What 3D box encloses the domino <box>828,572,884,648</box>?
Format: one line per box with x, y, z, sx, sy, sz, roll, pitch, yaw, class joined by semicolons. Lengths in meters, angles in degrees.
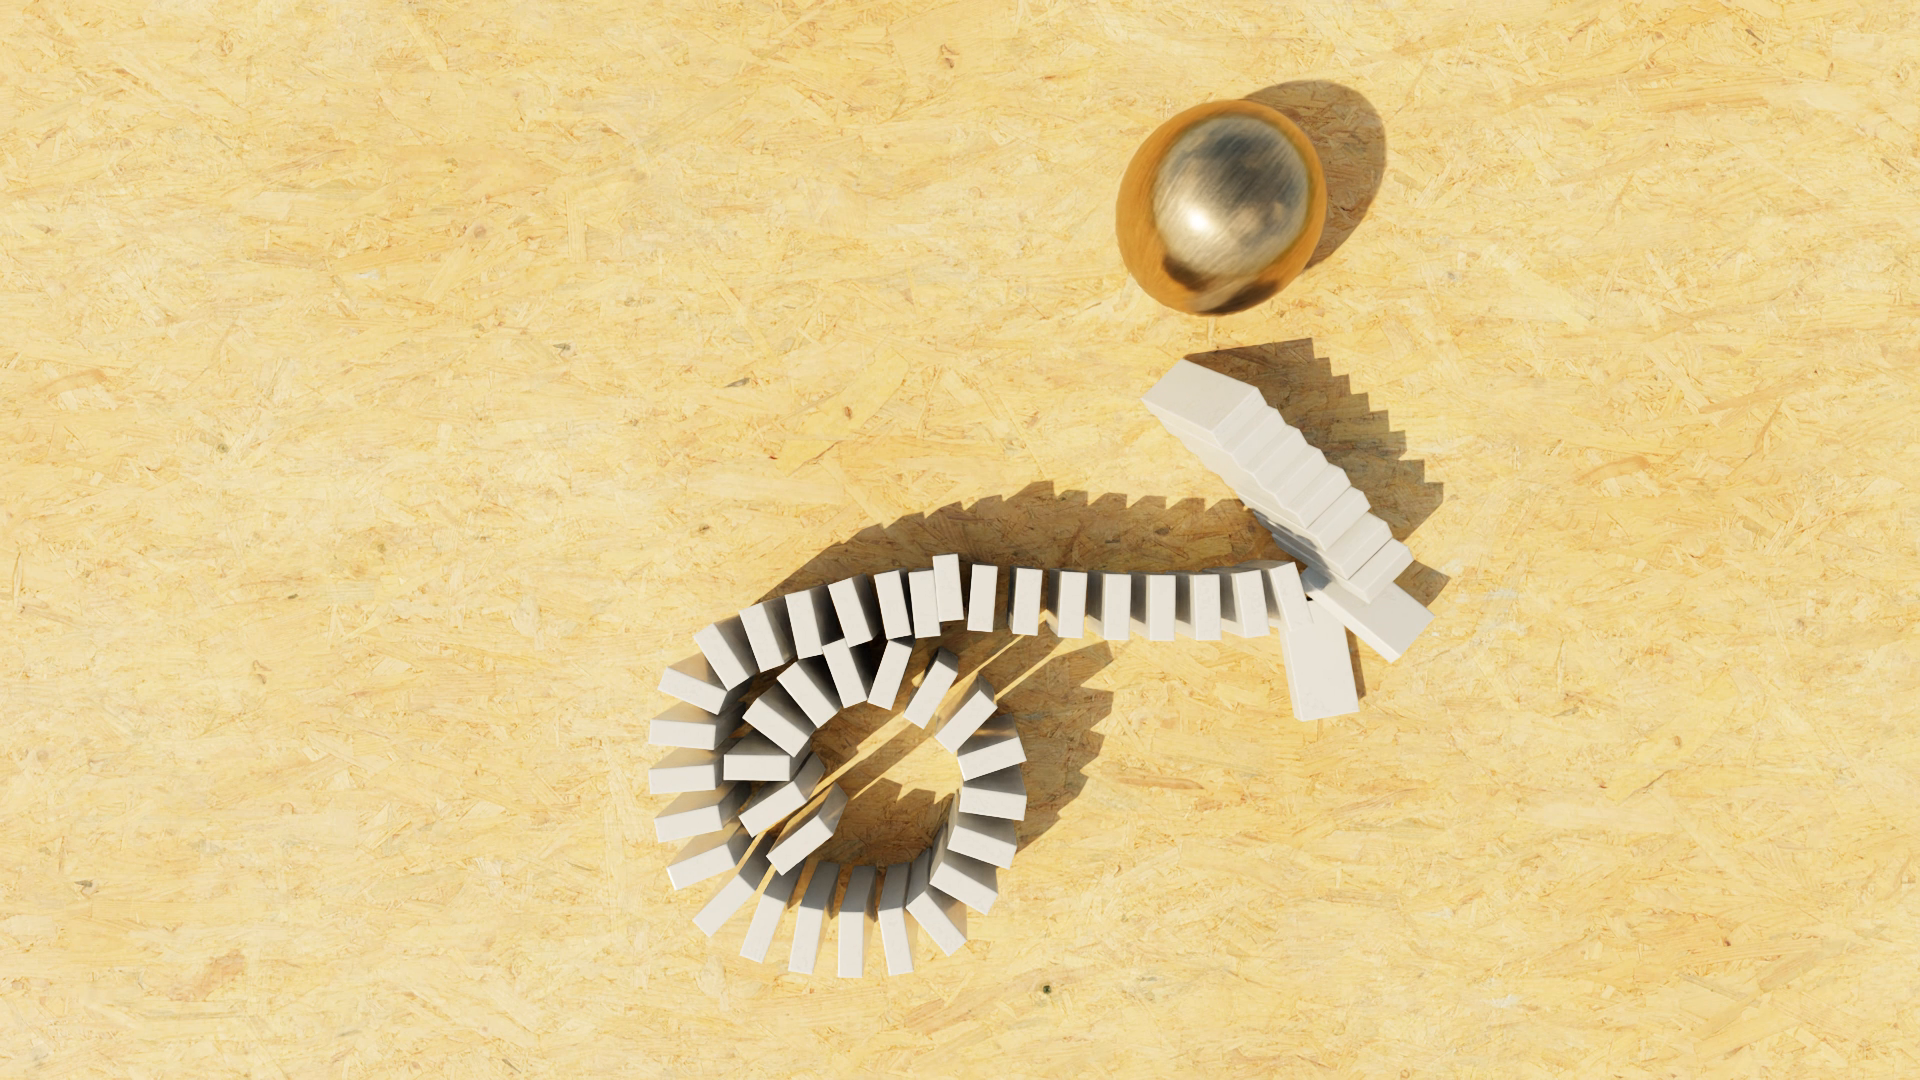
-0.042;0.028;0.375;0.009;0.050;0.025;-18;90;0;domino

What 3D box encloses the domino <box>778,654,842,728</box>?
-0.058;0.059;0.375;0.009;0.050;0.025;-40;90;0;domino

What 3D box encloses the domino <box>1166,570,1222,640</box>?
0.095;0.026;0.375;0.010;0.050;0.025;-2;90;0;domino

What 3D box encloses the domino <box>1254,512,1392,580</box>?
0.148;-0.007;0.377;0.025;0.050;0.009;-44;129;0;domino

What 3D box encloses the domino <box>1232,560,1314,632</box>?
0.127;0.022;0.375;0.010;0.050;0.025;-17;90;0;domino

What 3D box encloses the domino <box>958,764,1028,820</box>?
0.013;0.101;0.375;0.025;0.050;0.010;8;90;0;domino

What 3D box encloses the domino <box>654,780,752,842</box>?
-0.104;0.109;0.375;0.025;0.050;0.010;-12;90;0;domino

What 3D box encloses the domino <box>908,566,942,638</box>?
-0.014;0.024;0.375;0.010;0.050;0.025;-6;90;0;domino

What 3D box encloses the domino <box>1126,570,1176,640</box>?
0.078;0.026;0.375;0.009;0.050;0.025;0;90;0;domino

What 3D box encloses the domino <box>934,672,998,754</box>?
0.002;0.070;0.375;0.009;0.050;0.025;44;90;0;domino

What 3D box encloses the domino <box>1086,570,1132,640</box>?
0.060;0.026;0.375;0.009;0.050;0.025;2;90;0;domino

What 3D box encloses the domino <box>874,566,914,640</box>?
-0.026;0.025;0.375;0.009;0.050;0.025;-11;90;0;domino

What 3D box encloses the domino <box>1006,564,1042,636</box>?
0.026;0.024;0.375;0.010;0.050;0.025;4;90;0;domino

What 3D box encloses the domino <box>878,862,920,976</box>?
-0.025;0.153;0.375;0.010;0.050;0.025;-10;90;0;domino

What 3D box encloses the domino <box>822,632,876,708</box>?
-0.044;0.051;0.375;0.009;0.050;0.025;-20;90;0;domino

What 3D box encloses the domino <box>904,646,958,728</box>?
-0.011;0.059;0.375;0.009;0.050;0.025;32;90;0;domino

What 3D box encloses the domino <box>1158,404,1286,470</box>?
0.107;-0.049;0.377;0.025;0.050;0.010;-44;123;0;domino

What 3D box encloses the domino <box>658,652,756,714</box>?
-0.102;0.057;0.375;0.025;0.050;0.009;23;90;0;domino

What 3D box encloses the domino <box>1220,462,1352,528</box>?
0.132;-0.026;0.377;0.025;0.050;0.010;-44;123;0;domino

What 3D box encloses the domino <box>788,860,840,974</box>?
-0.059;0.153;0.375;0.010;0.050;0.025;10;90;0;domino

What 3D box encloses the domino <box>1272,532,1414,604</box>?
0.156;0.003;0.378;0.025;0.050;0.009;-45;130;-1;domino

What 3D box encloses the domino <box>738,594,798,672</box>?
-0.076;0.037;0.375;0.010;0.050;0.025;-20;90;0;domino

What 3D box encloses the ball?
0.101;-0.129;0.360;0.080;0.080;0.080;0;90;0;ball

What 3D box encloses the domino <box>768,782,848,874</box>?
-0.061;0.117;0.375;0.025;0.050;0.009;-39;90;0;domino

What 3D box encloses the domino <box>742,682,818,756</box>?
-0.070;0.072;0.375;0.025;0.050;0.010;37;90;0;domino

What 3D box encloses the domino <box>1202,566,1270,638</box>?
0.112;0.024;0.375;0.010;0.050;0.025;-9;90;0;domino

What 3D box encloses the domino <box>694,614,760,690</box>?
-0.091;0.045;0.375;0.009;0.050;0.025;-33;90;0;domino

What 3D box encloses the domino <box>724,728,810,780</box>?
-0.078;0.087;0.375;0.025;0.050;0.010;1;90;0;domino

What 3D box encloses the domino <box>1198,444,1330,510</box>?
0.123;-0.033;0.377;0.025;0.050;0.009;-44;123;0;domino

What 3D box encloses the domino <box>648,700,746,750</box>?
-0.106;0.074;0.375;0.025;0.050;0.010;5;90;0;domino

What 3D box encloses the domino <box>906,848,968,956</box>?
-0.009;0.147;0.375;0.010;0.050;0.025;-41;90;0;domino

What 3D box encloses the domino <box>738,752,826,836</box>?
-0.071;0.103;0.375;0.025;0.050;0.009;-33;90;0;domino

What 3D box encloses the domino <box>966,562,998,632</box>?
0.009;0.022;0.375;0.009;0.050;0.025;5;90;0;domino

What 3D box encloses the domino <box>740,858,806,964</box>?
-0.075;0.149;0.375;0.009;0.050;0.025;21;90;0;domino

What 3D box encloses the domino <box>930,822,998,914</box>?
0.002;0.133;0.375;0.025;0.050;0.010;29;90;0;domino

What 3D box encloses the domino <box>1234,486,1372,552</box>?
0.140;-0.017;0.377;0.025;0.050;0.009;-44;124;0;domino

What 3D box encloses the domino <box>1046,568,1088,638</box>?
0.043;0.025;0.375;0.009;0.050;0.025;4;90;0;domino

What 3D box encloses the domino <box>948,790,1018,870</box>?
0.009;0.117;0.375;0.025;0.050;0.010;19;90;0;domino

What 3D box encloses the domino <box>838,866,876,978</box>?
-0.042;0.155;0.375;0.010;0.050;0.025;1;90;0;domino

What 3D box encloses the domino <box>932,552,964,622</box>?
-0.004;0.018;0.375;0.009;0.050;0.025;-6;90;0;domino

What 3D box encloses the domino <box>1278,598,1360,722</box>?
0.154;0.051;0.395;0.025;0.010;0.050;-10;90;0;domino

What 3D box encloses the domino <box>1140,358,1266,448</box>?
0.099;-0.057;0.377;0.025;0.050;0.009;-44;123;0;domino

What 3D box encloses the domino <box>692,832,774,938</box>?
-0.090;0.140;0.375;0.009;0.050;0.025;45;90;0;domino

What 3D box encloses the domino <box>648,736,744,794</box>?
-0.106;0.091;0.375;0.025;0.050;0.010;-4;90;0;domino

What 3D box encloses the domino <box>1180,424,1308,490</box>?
0.115;-0.041;0.377;0.025;0.050;0.009;-44;123;0;domino

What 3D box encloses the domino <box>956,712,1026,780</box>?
0.012;0.084;0.375;0.025;0.050;0.009;-18;90;0;domino

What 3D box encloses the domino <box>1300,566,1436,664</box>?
0.169;0.025;0.385;0.025;0.009;0.050;-42;72;-16;domino

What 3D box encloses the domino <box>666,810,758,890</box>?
-0.099;0.125;0.375;0.025;0.050;0.010;-22;90;0;domino

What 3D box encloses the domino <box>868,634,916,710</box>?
-0.027;0.052;0.375;0.010;0.050;0.025;19;90;0;domino

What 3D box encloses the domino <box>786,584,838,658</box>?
-0.060;0.032;0.375;0.009;0.050;0.025;-12;90;0;domino
